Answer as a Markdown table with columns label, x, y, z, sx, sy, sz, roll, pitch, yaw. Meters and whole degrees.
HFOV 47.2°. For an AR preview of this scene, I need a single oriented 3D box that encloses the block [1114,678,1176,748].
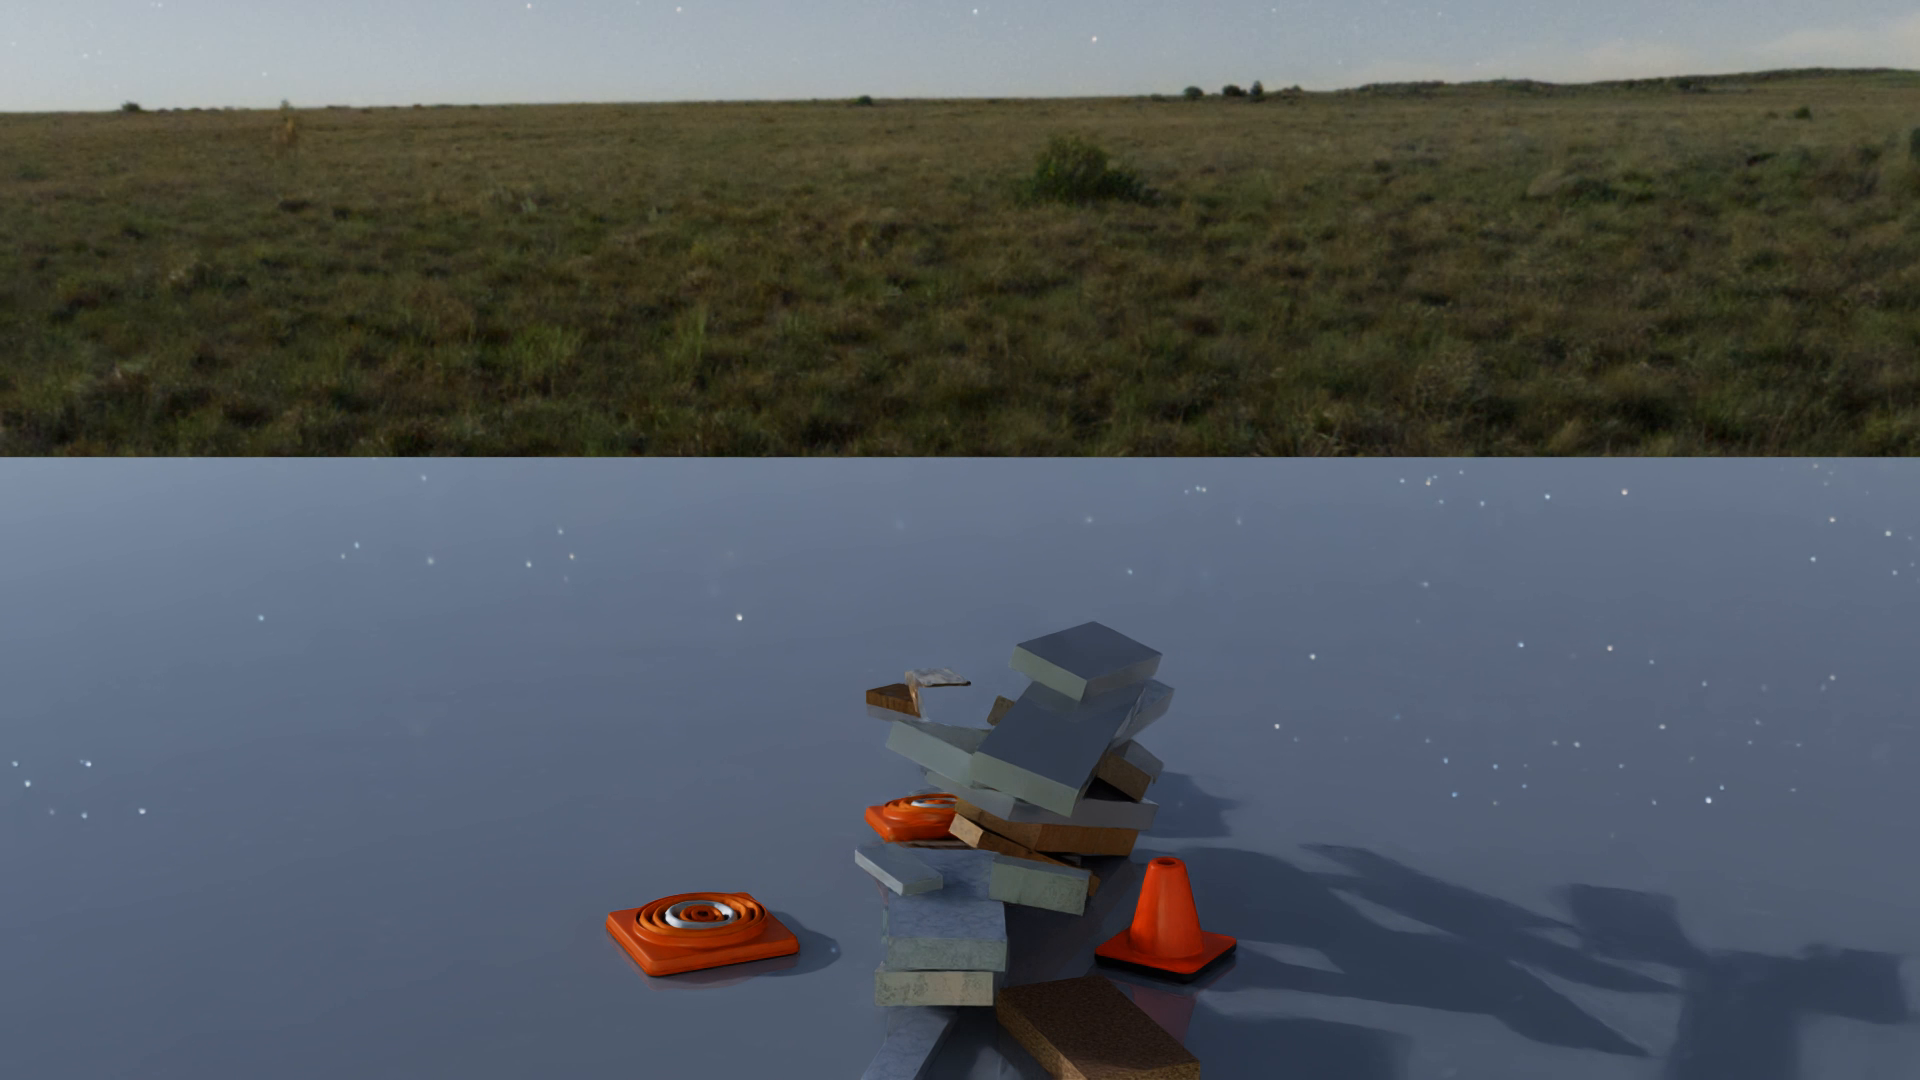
| label | x | y | z | sx | sy | sz | roll | pitch | yaw |
| --- | --- | --- | --- | --- | --- | --- | --- | --- | --- |
| block | 0.249 | 0.278 | 3.835 | 0.162 | 0.046 | 0.325 | 24 | 15 | 17 |

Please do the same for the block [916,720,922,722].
| label | x | y | z | sx | sy | sz | roll | pitch | yaw |
| --- | --- | --- | --- | --- | --- | --- | --- | --- | --- |
| block | 0.080 | 0.396 | 4.322 | 0.338 | 0.048 | 0.169 | 9 | 14 | 40 |

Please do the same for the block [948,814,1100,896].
| label | x | y | z | sx | sy | sz | roll | pitch | yaw |
| --- | --- | --- | --- | --- | --- | --- | --- | --- | --- |
| block | 0.107 | 0.522 | 3.643 | 0.235 | 0.033 | 0.117 | 25 | -3 | -23 |

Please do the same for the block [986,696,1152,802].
| label | x | y | z | sx | sy | sz | roll | pitch | yaw |
| --- | --- | --- | --- | --- | --- | --- | --- | --- | --- |
| block | 0.190 | 0.358 | 3.747 | 0.170 | 0.048 | 0.339 | 23 | -7 | 29 |

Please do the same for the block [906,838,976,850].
| label | x | y | z | sx | sy | sz | roll | pitch | yaw |
| --- | --- | --- | --- | --- | --- | --- | --- | --- | --- |
| block | -0.023 | 0.529 | 3.739 | 0.117 | 0.033 | 0.235 | 1 | -5 | 4 |

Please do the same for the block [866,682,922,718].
| label | x | y | z | sx | sy | sz | roll | pitch | yaw |
| --- | --- | --- | --- | --- | --- | --- | --- | --- | --- |
| block | -0.102 | 0.355 | 4.855 | 0.201 | 0.028 | 0.100 | 10 | 14 | 43 |

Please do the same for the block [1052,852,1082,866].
| label | x | y | z | sx | sy | sz | roll | pitch | yaw |
| --- | --- | --- | --- | --- | --- | --- | --- | --- | --- |
| block | 0.113 | 0.537 | 3.863 | 0.117 | 0.033 | 0.235 | -4 | 11 | -20 |

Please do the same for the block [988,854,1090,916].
| label | x | y | z | sx | sy | sz | roll | pitch | yaw |
| --- | --- | --- | --- | --- | --- | --- | --- | --- | --- |
| block | 0.112 | 0.488 | 3.112 | 0.137 | 0.068 | 0.019 | 10 | 34 | 5 |

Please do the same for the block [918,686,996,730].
| label | x | y | z | sx | sy | sz | roll | pitch | yaw |
| --- | --- | --- | --- | --- | --- | --- | --- | --- | --- |
| block | 0.003 | 0.354 | 4.306 | 0.141 | 0.040 | 0.388 | -1 | 11 | -6 |

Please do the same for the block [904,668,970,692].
| label | x | y | z | sx | sy | sz | roll | pitch | yaw |
| --- | --- | --- | --- | --- | --- | --- | --- | --- | --- |
| block | -0.049 | 0.308 | 4.756 | 0.100 | 0.028 | 0.201 | -3 | 6 | -13 |

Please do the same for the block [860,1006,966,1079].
| label | x | y | z | sx | sy | sz | roll | pitch | yaw |
| --- | --- | --- | --- | --- | --- | --- | --- | --- | --- |
| block | -0.071 | 0.702 | 3.012 | 0.068 | 0.019 | 0.509 | 3 | 11 | 13 |

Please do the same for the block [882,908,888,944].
| label | x | y | z | sx | sy | sz | roll | pitch | yaw |
| --- | --- | --- | --- | --- | --- | --- | --- | --- | --- |
| block | -0.024 | 0.580 | 3.362 | 0.163 | 0.046 | 0.326 | 1 | -5 | 3 |

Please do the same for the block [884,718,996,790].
| label | x | y | z | sx | sy | sz | roll | pitch | yaw |
| --- | --- | --- | --- | --- | --- | --- | --- | --- | --- |
| block | 0.043 | 0.352 | 3.545 | 0.170 | 0.048 | 0.339 | 22 | 4 | 31 |

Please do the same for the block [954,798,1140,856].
| label | x | y | z | sx | sy | sz | roll | pitch | yaw |
| --- | --- | --- | --- | --- | --- | --- | --- | --- | --- |
| block | 0.152 | 0.481 | 3.766 | 0.169 | 0.048 | 0.338 | 23 | 4 | 33 |

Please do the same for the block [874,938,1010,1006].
| label | x | y | z | sx | sy | sz | roll | pitch | yaw |
| --- | --- | --- | --- | --- | --- | --- | --- | --- | --- |
| block | -0.021 | 0.619 | 3.167 | 0.163 | 0.046 | 0.326 | -1 | -2 | 5 |

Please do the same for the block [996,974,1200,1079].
| label | x | y | z | sx | sy | sz | roll | pitch | yaw |
| --- | --- | --- | --- | --- | --- | --- | --- | --- | --- |
| block | 0.184 | 0.687 | 3.023 | 0.162 | 0.046 | 0.325 | -4 | 11 | -20 |

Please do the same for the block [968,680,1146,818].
| label | x | y | z | sx | sy | sz | roll | pitch | yaw |
| --- | --- | --- | --- | --- | --- | --- | --- | --- | --- |
| block | 0.164 | 0.299 | 3.493 | 0.162 | 0.046 | 0.556 | 20 | 17 | 10 |

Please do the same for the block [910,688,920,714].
| label | x | y | z | sx | sy | sz | roll | pitch | yaw |
| --- | --- | --- | --- | --- | --- | --- | --- | --- | --- |
| block | -0.052 | 0.339 | 4.784 | 0.100 | 0.028 | 0.201 | -1 | 11 | -6 |

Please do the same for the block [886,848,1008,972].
| label | x | y | z | sx | sy | sz | roll | pitch | yaw |
| --- | --- | --- | --- | --- | --- | --- | --- | --- | --- |
| block | -0.021 | 0.526 | 3.157 | 0.163 | 0.046 | 0.326 | 2 | 14 | -2 |

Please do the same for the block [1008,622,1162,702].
| label | x | y | z | sx | sy | sz | roll | pitch | yaw |
| --- | --- | --- | --- | --- | --- | --- | --- | --- | --- |
| block | 0.214 | 0.202 | 3.701 | 0.141 | 0.040 | 0.282 | 26 | 19 | 26 |

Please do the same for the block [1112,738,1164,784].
| label | x | y | z | sx | sy | sz | roll | pitch | yaw |
| --- | --- | --- | --- | --- | --- | --- | --- | --- | --- |
| block | 0.266 | 0.366 | 3.913 | 0.141 | 0.040 | 0.282 | 24 | -7 | 21 |

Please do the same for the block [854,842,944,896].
| label | x | y | z | sx | sy | sz | roll | pitch | yaw |
| --- | --- | --- | --- | --- | --- | --- | --- | --- | --- |
| block | -0.090 | 0.478 | 3.197 | 0.068 | 0.019 | 0.137 | -6 | 17 | -32 |

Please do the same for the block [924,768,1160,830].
| label | x | y | z | sx | sy | sz | roll | pitch | yaw |
| --- | --- | --- | --- | --- | --- | --- | --- | --- | --- |
| block | 0.148 | 0.430 | 3.733 | 0.170 | 0.048 | 0.506 | 23 | 4 | 32 |
